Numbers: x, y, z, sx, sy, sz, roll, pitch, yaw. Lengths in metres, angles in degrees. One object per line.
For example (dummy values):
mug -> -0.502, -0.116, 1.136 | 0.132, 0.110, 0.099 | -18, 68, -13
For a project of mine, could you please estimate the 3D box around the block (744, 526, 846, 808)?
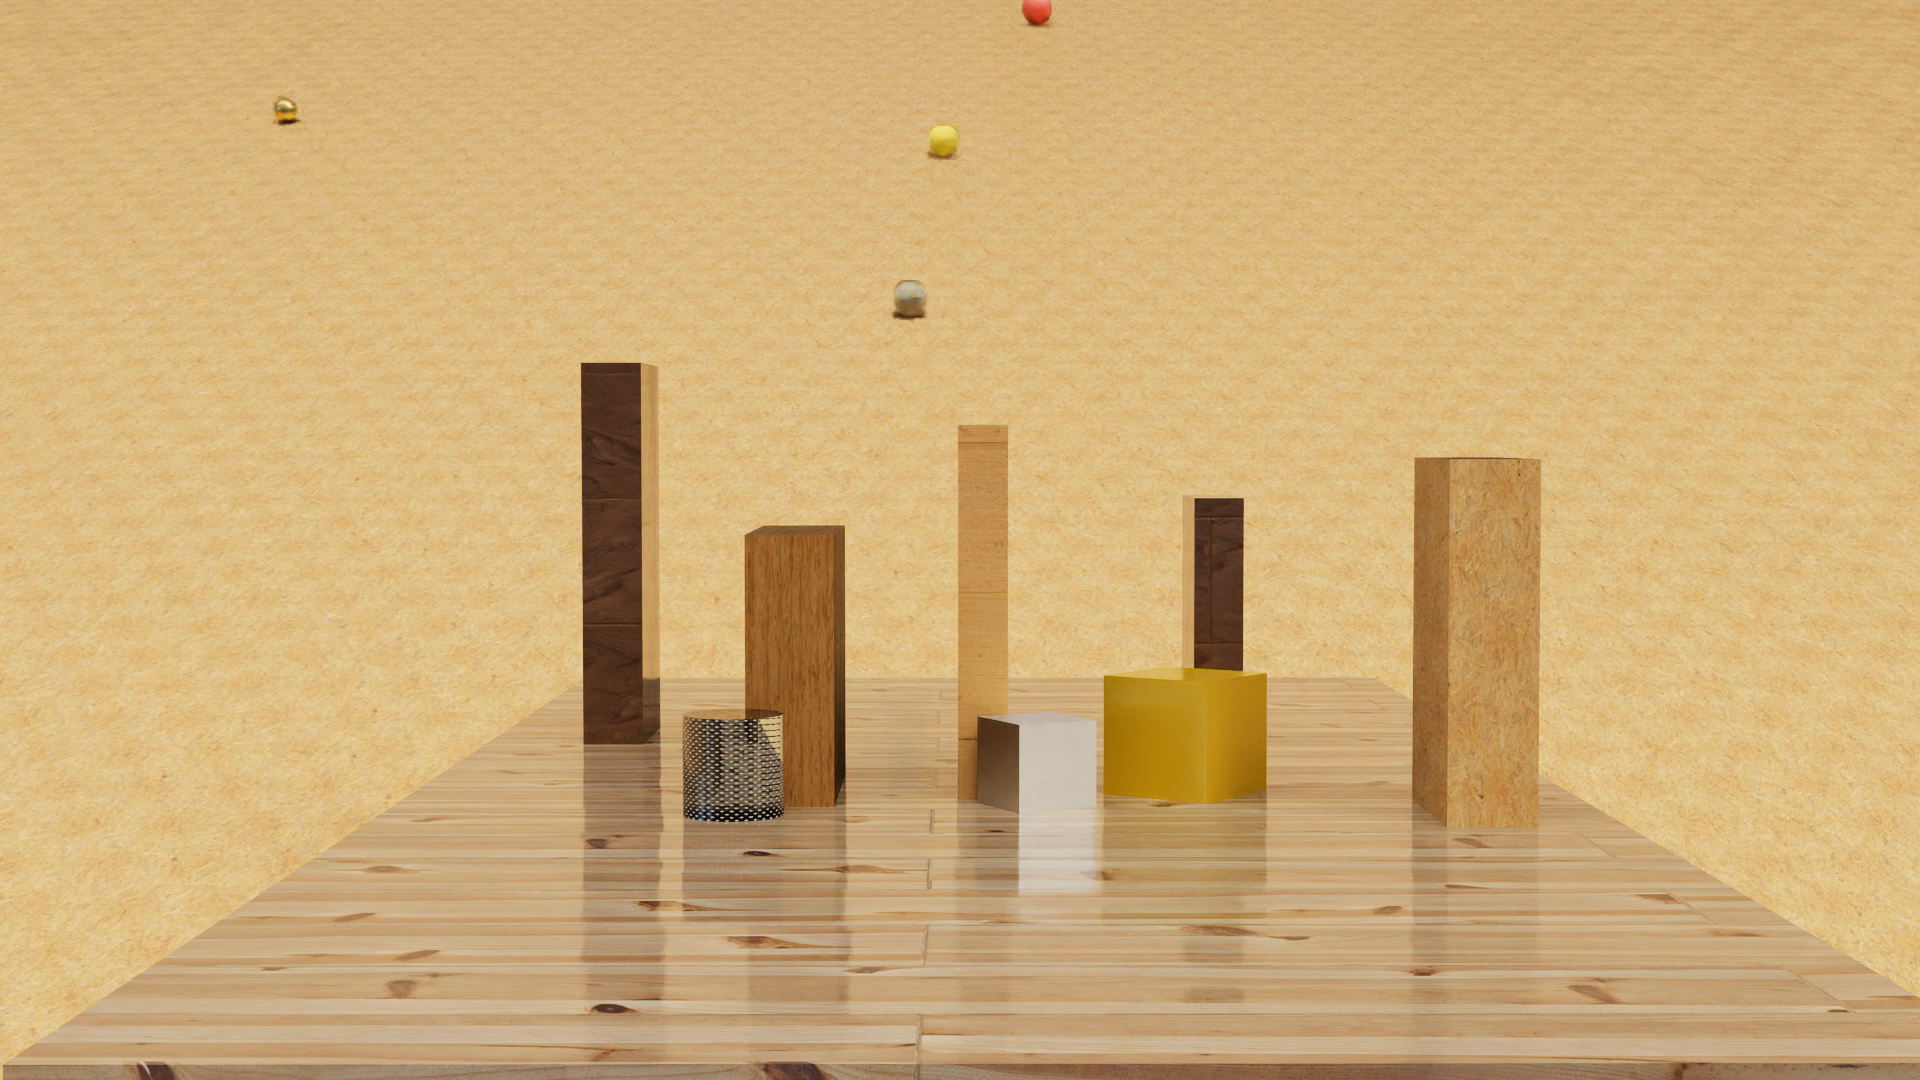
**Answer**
block -> -0.283, 0.209, 4.487 | 0.148, 0.453, 0.437 | 0, 2, 0

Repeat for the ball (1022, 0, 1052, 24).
ball -> 0.427, -2.942, 14.257 | 0.169, 0.169, 0.169 | 0, 23, 0

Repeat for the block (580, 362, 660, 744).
block -> -0.692, 0.022, 5.268 | 0.119, 0.761, 0.300 | 0, 2, 0

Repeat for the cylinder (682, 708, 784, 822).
cylinder -> -0.369, 0.365, 4.193 | 0.164, 0.164, 0.164 | 0, 2, 0

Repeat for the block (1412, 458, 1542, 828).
block -> 0.839, 0.157, 4.198 | 0.143, 0.579, 0.311 | 0, 2, 0

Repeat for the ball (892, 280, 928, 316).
ball -> -0.184, -0.892, 9.509 | 0.131, 0.131, 0.131 | 0, 23, 0

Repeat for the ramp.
ramp -> 0.053, 0.483, 4.539 | 2.000, 0.100, 4.000 | 0, 2, 0

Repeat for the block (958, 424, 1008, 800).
block -> 0.039, 0.114, 4.565 | 0.084, 0.635, 0.444 | 0, 2, 0

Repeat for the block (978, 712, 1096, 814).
block -> 0.127, 0.370, 4.295 | 0.146, 0.146, 0.146 | -1, 3, -28

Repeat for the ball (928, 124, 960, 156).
ball -> -0.074, -1.805, 11.634 | 0.141, 0.141, 0.141 | 0, 23, 0

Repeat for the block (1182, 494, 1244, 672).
block -> 0.512, 0.157, 5.232 | 0.098, 0.492, 0.264 | 0, 2, 0

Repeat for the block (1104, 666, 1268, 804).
block -> 0.390, 0.334, 4.448 | 0.205, 0.205, 0.205 | 2, 3, 36

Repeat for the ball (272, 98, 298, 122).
ball -> -3.198, -2.039, 12.210 | 0.117, 0.117, 0.117 | 0, 23, 0
